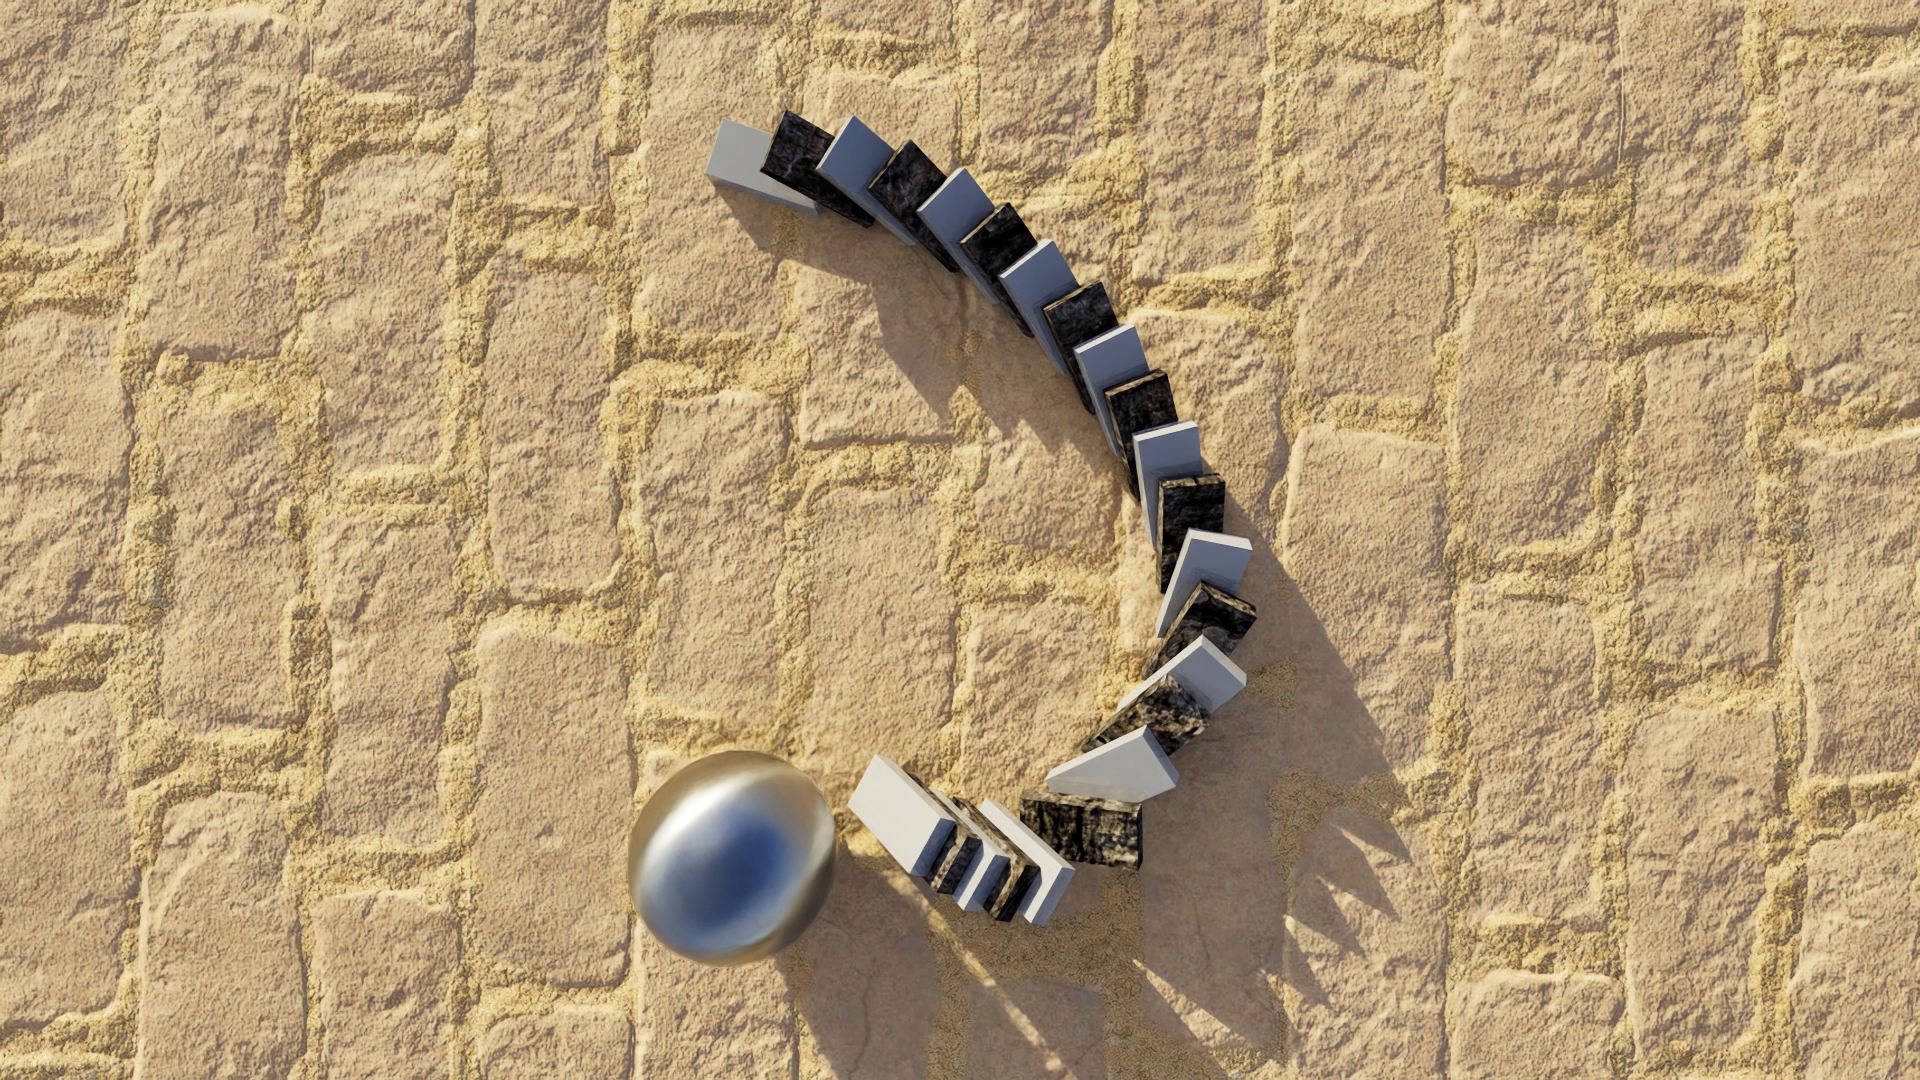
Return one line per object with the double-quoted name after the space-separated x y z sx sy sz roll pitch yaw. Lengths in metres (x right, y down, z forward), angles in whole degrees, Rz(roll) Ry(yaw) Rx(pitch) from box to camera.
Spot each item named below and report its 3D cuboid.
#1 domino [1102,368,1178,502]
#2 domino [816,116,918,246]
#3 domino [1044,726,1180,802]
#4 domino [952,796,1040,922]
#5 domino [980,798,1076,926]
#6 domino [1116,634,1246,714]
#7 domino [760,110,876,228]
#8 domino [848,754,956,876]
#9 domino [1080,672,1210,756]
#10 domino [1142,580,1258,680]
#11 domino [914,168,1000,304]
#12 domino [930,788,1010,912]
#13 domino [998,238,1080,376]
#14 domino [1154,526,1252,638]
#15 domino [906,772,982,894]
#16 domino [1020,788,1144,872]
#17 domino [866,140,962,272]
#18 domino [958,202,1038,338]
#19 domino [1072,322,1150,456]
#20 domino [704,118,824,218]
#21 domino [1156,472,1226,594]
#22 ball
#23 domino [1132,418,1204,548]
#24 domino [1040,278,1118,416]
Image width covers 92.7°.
0.079 -0.044 0.384 0.025 0.009 0.050 -21 117 0 "domino"
-0.033 -0.150 0.384 0.050 0.009 0.025 32 89 -27 "domino"
0.063 0.100 0.384 0.050 0.010 0.025 -33 90 27 "domino"
0.008 0.131 0.378 0.009 0.050 0.025 29 90 -41 "domino"
0.022 0.132 0.378 0.009 0.050 0.025 29 90 -41 "domino"
0.092 0.065 0.384 0.025 0.009 0.050 42 118 -2 "domino"
-0.056 -0.155 0.385 0.050 0.010 0.025 22 90 -24 "domino"
-0.025 0.113 0.378 0.010 0.050 0.025 29 90 -41 "domino"
0.077 0.081 0.384 0.025 0.010 0.050 44 118 0 "domino"
0.099 0.043 0.384 0.025 0.010 0.050 26 119 0 "domino"
0.007 -0.127 0.385 0.025 0.009 0.050 -45 117 0 "domino"
-0.004 0.127 0.378 0.009 0.050 0.025 29 90 -41 "domino"
0.040 -0.097 0.385 0.025 0.010 0.050 -38 117 0 "domino"
0.101 0.021 0.383 0.025 0.010 0.050 11 120 0 "domino"
-0.014 0.120 0.378 0.009 0.050 0.025 29 90 -41 "domino"
0.051 0.121 0.384 0.050 0.009 0.025 1 100 23 "domino"
-0.012 -0.139 0.385 0.050 0.010 0.025 39 90 -27 "domino"
0.024 -0.113 0.385 0.025 0.010 0.050 -42 117 0 "domino"
0.068 -0.063 0.384 0.025 0.009 0.050 -26 117 0 "domino"
-0.081 -0.160 0.395 0.050 0.009 0.025 18 90 0 "domino"
0.096 -0.002 0.384 0.025 0.009 0.050 -5 118 0 "domino"
-0.088 0.123 0.360 0.080 0.080 0.080 0 90 0 "ball"
0.089 -0.023 0.384 0.025 0.010 0.050 -14 117 0 "domino"
0.056 -0.081 0.385 0.025 0.009 0.050 -29 117 0 "domino"
